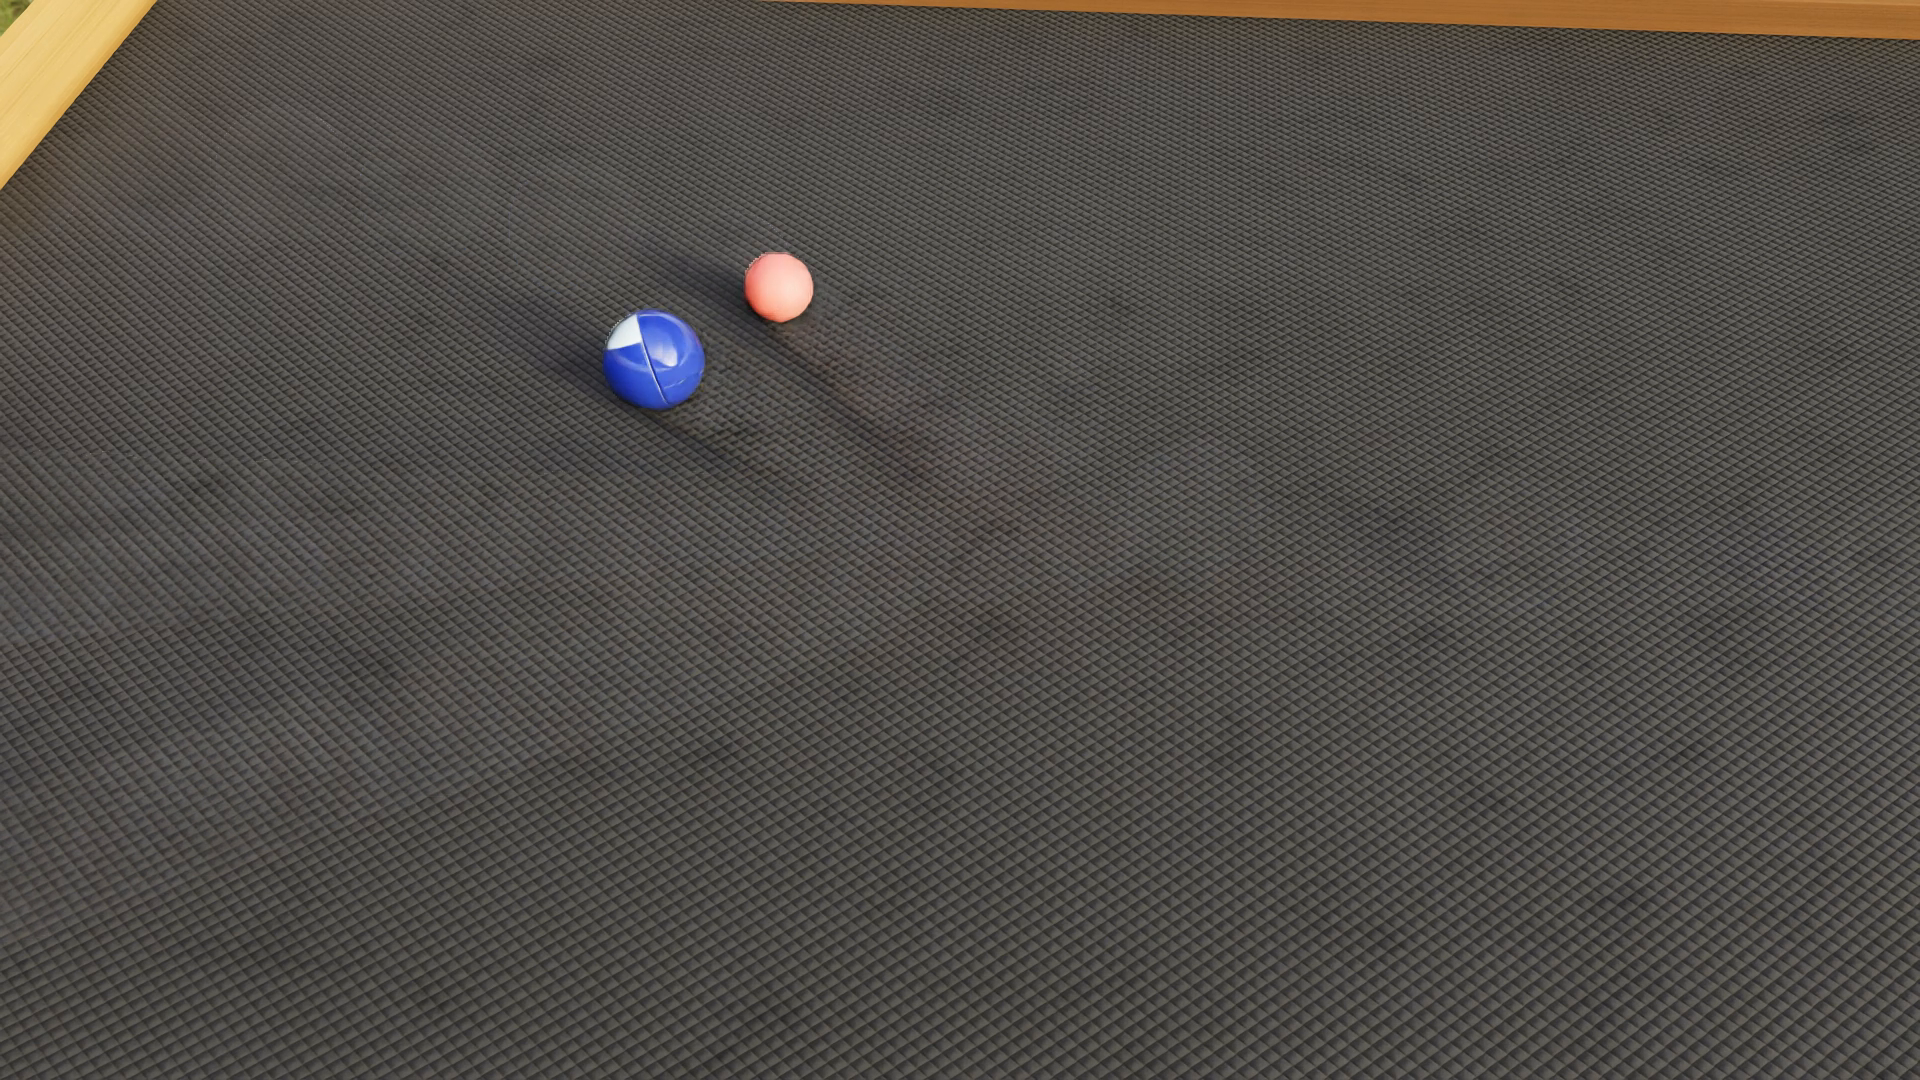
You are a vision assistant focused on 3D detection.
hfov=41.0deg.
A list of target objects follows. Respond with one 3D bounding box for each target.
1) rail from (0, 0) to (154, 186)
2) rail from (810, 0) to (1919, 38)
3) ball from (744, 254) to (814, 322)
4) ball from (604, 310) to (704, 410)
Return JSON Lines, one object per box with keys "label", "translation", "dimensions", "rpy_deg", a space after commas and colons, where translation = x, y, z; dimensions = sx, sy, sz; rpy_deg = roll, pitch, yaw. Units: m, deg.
{"label": "rail", "translation": [-0.863, -0.059, 1.804], "dimensions": [0.045, 0.114, 1.941], "rpy_deg": [3, 36, 4]}
{"label": "rail", "translation": [0.964, -0.522, 2.455], "dimensions": [3.559, 0.114, 0.045], "rpy_deg": [3, 36, 4]}
{"label": "ball", "translation": [-0.145, -0.203, 2.058], "dimensions": [0.055, 0.055, 0.055], "rpy_deg": [0, 35, 0]}
{"label": "ball", "translation": [-0.232, -0.136, 1.947], "dimensions": [0.076, 0.076, 0.076], "rpy_deg": [0, 35, 0]}
